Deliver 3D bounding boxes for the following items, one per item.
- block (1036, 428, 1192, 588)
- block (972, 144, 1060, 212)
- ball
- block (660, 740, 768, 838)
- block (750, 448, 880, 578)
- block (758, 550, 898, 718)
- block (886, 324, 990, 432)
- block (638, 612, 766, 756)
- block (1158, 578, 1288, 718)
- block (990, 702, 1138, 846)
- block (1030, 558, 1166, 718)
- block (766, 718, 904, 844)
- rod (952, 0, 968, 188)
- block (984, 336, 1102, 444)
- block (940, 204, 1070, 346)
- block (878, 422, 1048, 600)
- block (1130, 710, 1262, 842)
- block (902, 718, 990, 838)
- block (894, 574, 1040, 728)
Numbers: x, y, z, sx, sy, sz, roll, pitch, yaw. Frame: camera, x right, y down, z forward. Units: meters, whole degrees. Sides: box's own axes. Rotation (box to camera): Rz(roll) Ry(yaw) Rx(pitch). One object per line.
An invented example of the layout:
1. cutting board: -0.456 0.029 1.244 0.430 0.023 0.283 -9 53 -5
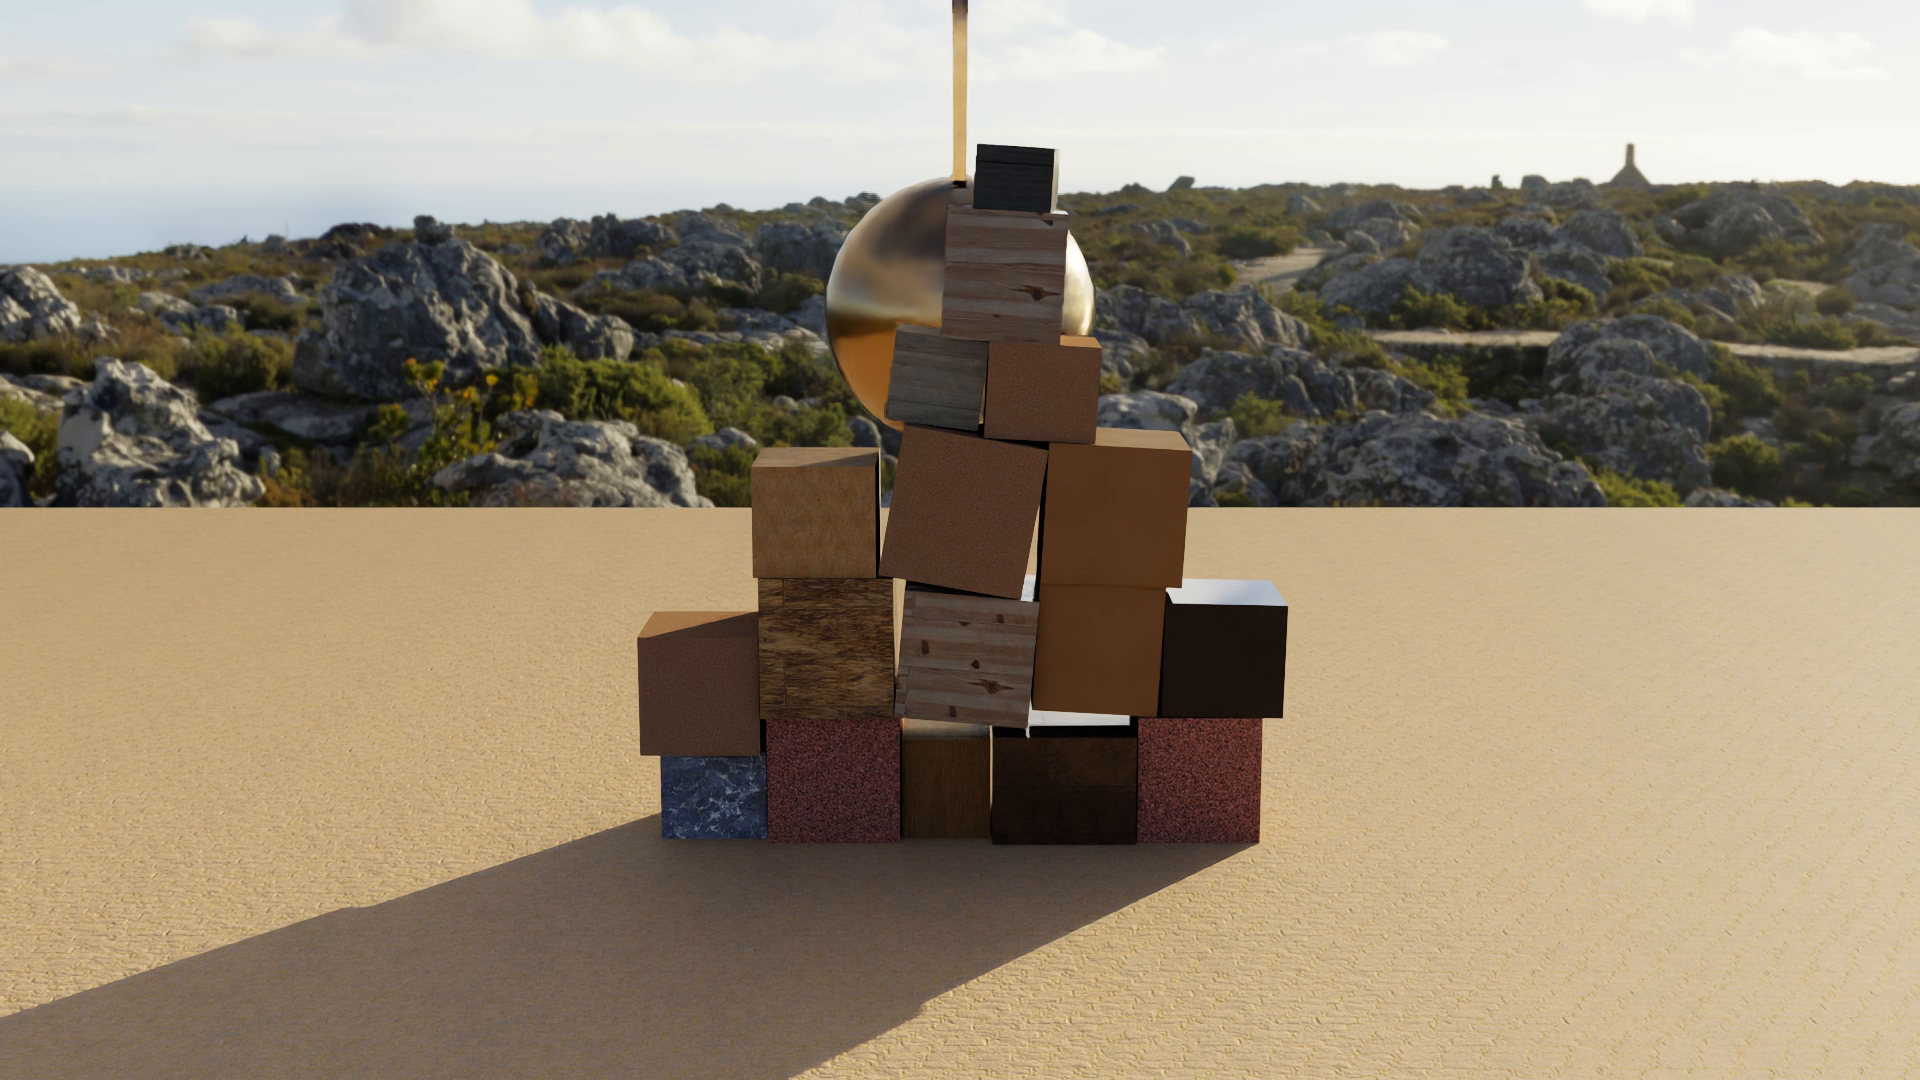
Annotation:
1. block: 0.769 -0.182 11.167 0.700 0.689 0.717 3 10 0
2. block: 0.283 -1.788 10.853 0.382 0.308 0.331 5 10 7
3. ball: 0.000 -1.351 13.043 1.600 1.600 1.600 0 10 0
4. block: -1.249 1.249 11.422 0.536 0.456 0.534 0 10 0
5. block: -0.719 -0.147 11.144 0.608 0.554 0.690 0 10 0
6. block: -0.663 0.472 11.270 0.665 0.711 0.776 0 10 0
7. block: -0.112 -0.823 11.047 0.460 0.441 0.458 7 10 -1
8. block: -1.306 0.729 11.304 0.603 0.609 0.620 0 10 0
9. block: 1.321 0.547 11.284 0.610 0.578 0.635 1 10 0
10. block: 0.525 1.199 11.399 0.721 0.562 0.715 0 10 0
11. block: 0.695 0.491 11.255 0.627 0.674 0.558 3 10 0
12. block: -0.637 1.150 11.388 0.668 0.664 0.648 0 10 0
13. rod: 0.000 -4.280 11.316 0.080 5.200 0.080 0 31 0
14. block: 0.405 -0.769 11.025 0.547 0.474 0.574 3 10 0
15. block: 0.217 -1.327 10.927 0.584 0.632 0.593 4 10 0
16. block: 0.015 -0.191 11.131 0.717 0.756 0.668 10 10 -2
17. block: 1.206 1.158 11.383 0.622 0.649 0.626 0 10 0
18. block: -0.069 1.217 11.416 0.447 0.520 0.512 0 10 0
19. block: 0.033 0.535 11.260 0.669 0.648 0.685 5 10 -1
